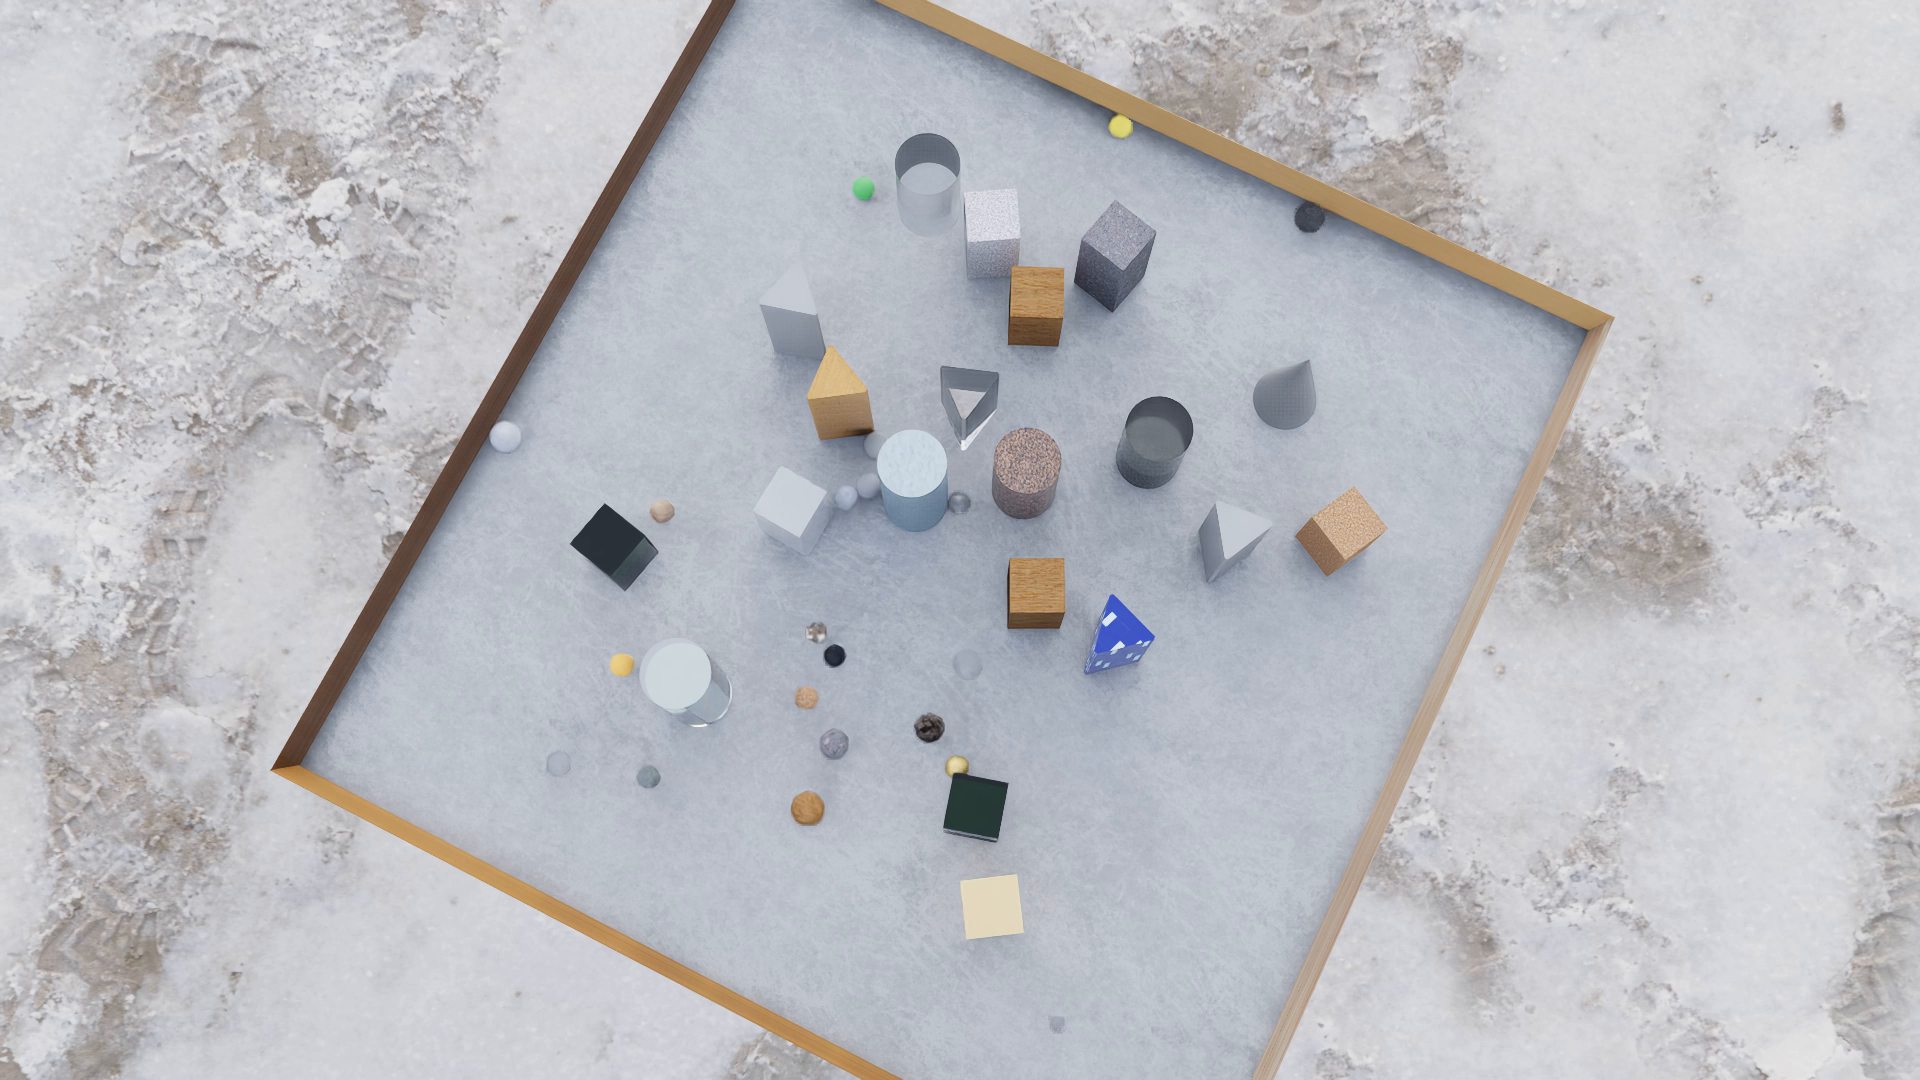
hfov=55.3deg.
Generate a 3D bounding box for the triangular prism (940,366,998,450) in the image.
[{"bbox_3d":[0.003,-0.425,5.519,0.149,0.364,0.172,36,81,7],"label":"triangular prism"}]

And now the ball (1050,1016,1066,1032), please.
[{"bbox_3d":[0.283,1.400,5.303,0.046,0.046,0.046,0,78,0],"label":"ball"}]

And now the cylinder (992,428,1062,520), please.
[{"bbox_3d":[0.196,-0.195,5.479,0.198,0.348,0.198,0,78,0],"label":"cylinder"}]

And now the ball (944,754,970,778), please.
[{"bbox_3d":[-0.009,0.674,5.440,0.072,0.072,0.072,0,78,0],"label":"ball"}]

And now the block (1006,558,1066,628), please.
[{"bbox_3d":[0.223,0.161,5.428,0.158,0.303,0.158,0,78,0],"label":"block"}]

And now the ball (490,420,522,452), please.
[{"bbox_3d":[-1.397,-0.319,5.634,0.095,0.095,0.095,0,78,0],"label":"ball"}]

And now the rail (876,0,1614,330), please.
[{"bbox_3d":[0.669,-1.304,5.820,2.982,0.129,0.045,26,80,5],"label":"rail"}]

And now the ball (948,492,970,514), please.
[{"bbox_3d":[-0.003,-0.113,5.605,0.069,0.069,0.069,0,78,0],"label":"ball"}]

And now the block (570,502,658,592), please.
[{"bbox_3d":[-1.032,0.024,5.487,0.158,0.243,0.158,38,81,7],"label":"block"}]

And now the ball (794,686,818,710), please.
[{"bbox_3d":[-0.461,0.471,5.483,0.071,0.071,0.071,0,78,0],"label":"ball"}]

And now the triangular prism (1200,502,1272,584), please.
[{"bbox_3d":[0.780,-0.015,5.423,0.172,0.385,0.149,-37,81,-7],"label":"triangular prism"}]

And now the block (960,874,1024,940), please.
[{"bbox_3d":[0.087,1.044,5.212,0.158,0.369,0.158,-6,78,-1],"label":"block"}]

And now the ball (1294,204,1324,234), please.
[{"bbox_3d":[1.103,-1.014,5.779,0.093,0.093,0.093,0,78,0],"label":"ball"}]

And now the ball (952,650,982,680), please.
[{"bbox_3d":[0.024,0.372,5.494,0.090,0.090,0.090,0,78,0],"label":"ball"}]

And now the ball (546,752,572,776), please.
[{"bbox_3d":[-1.192,0.664,5.441,0.075,0.075,0.075,0,78,0],"label":"ball"}]

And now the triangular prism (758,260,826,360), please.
[{"bbox_3d":[-0.483,-0.696,5.532,0.172,0.447,0.149,12,79,2],"label":"triangular prism"}]

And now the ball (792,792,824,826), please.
[{"bbox_3d":[-0.448,0.790,5.402,0.099,0.099,0.099,0,78,0],"label":"ball"}]

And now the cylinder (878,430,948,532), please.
[{"bbox_3d":[-0.136,-0.169,5.411,0.198,0.471,0.198,0,78,0],"label":"cylinder"}]

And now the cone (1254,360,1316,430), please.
[{"bbox_3d":[1.012,-0.481,5.504,0.198,0.415,0.198,0,78,0],"label":"cone"}]

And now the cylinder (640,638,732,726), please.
[{"bbox_3d":[-0.785,0.416,5.289,0.198,0.474,0.198,0,78,0],"label":"cylinder"}]

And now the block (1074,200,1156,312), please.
[{"bbox_3d":[0.470,-0.862,5.600,0.158,0.382,0.158,39,81,7],"label":"block"}]

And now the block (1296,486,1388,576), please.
[{"bbox_3d":[1.138,-0.023,5.482,0.158,0.272,0.158,-35,80,-7],"label":"block"}]

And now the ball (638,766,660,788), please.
[{"bbox_3d":[-0.923,0.704,5.436,0.068,0.068,0.068,0,78,0],"label":"ball"}]

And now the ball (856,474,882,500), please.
[{"bbox_3d":[-0.279,-0.165,5.610,0.080,0.080,0.080,0,78,0],"label":"ball"}]

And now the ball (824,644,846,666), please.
[{"bbox_3d":[-0.376,0.347,5.511,0.066,0.066,0.066,0,78,0],"label":"ball"}]

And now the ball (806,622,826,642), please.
[{"bbox_3d":[-0.433,0.278,5.526,0.064,0.064,0.064,0,78,0],"label":"ball"}]

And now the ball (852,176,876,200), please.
[{"bbox_3d":[-0.305,-1.117,5.811,0.072,0.072,0.072,0,78,0],"label":"ball"}]

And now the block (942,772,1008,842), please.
[{"bbox_3d":[0.045,0.777,5.303,0.158,0.299,0.158,11,79,2],"label":"block"}]

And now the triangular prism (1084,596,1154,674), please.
[{"bbox_3d":[0.442,0.268,5.334,0.172,0.445,0.149,-13,79,-3],"label":"triangular prism"}]

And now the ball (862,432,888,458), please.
[{"bbox_3d":[-0.259,-0.293,5.635,0.082,0.082,0.082,0,78,0],"label":"ball"}]

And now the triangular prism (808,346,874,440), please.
[{"bbox_3d":[-0.362,-0.442,5.474,0.172,0.458,0.149,-8,78,-2],"label":"triangular prism"}]

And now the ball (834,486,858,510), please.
[{"bbox_3d":[-0.349,-0.129,5.605,0.076,0.076,0.076,0,78,0],"label":"ball"}]

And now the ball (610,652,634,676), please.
[{"bbox_3d":[-1.014,0.375,5.502,0.072,0.072,0.072,0,78,0],"label":"ball"}]

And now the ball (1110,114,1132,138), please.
[{"bbox_3d":[0.512,-1.322,5.854,0.072,0.072,0.072,0,78,0],"label":"ball"}]

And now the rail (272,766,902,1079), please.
[{"bbox_3d":[-0.669,1.317,5.277,2.982,0.129,0.045,26,80,5],"label":"rail"}]

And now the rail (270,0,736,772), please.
[{"bbox_3d":[-1.312,-0.636,5.681,0.045,0.129,3.040,26,80,5],"label":"rail"}]

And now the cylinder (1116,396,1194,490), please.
[{"bbox_3d":[0.581,-0.289,5.501,0.198,0.343,0.198,0,78,0],"label":"cylinder"}]

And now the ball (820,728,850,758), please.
[{"bbox_3d":[-0.373,0.606,5.446,0.088,0.088,0.088,0,78,0],"label":"ball"}]

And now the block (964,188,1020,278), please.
[{"bbox_3d":[0.097,-0.941,5.648,0.158,0.321,0.158,-4,78,-1],"label":"block"}]

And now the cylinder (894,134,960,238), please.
[{"bbox_3d":[-0.097,-1.092,5.664,0.198,0.350,0.198,0,78,0],"label":"cylinder"}]

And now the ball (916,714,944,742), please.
[{"bbox_3d":[-0.090,0.559,5.456,0.087,0.087,0.087,0,78,0],"label":"ball"}]

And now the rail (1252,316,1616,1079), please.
[{"bbox_3d":[1.312,0.649,5.415,0.045,0.129,3.040,26,80,5],"label":"rail"}]

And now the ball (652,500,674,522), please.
[{"bbox_3d":[-0.908,-0.088,5.599,0.071,0.071,0.071,0,78,0],"label":"ball"}]

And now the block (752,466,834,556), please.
[{"bbox_3d":[-0.496,-0.084,5.487,0.158,0.289,0.158,29,80,6],"label":"block"}]

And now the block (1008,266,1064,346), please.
[{"bbox_3d":[0.232,-0.715,5.623,0.158,0.276,0.158,2,78,0],"label":"block"}]
